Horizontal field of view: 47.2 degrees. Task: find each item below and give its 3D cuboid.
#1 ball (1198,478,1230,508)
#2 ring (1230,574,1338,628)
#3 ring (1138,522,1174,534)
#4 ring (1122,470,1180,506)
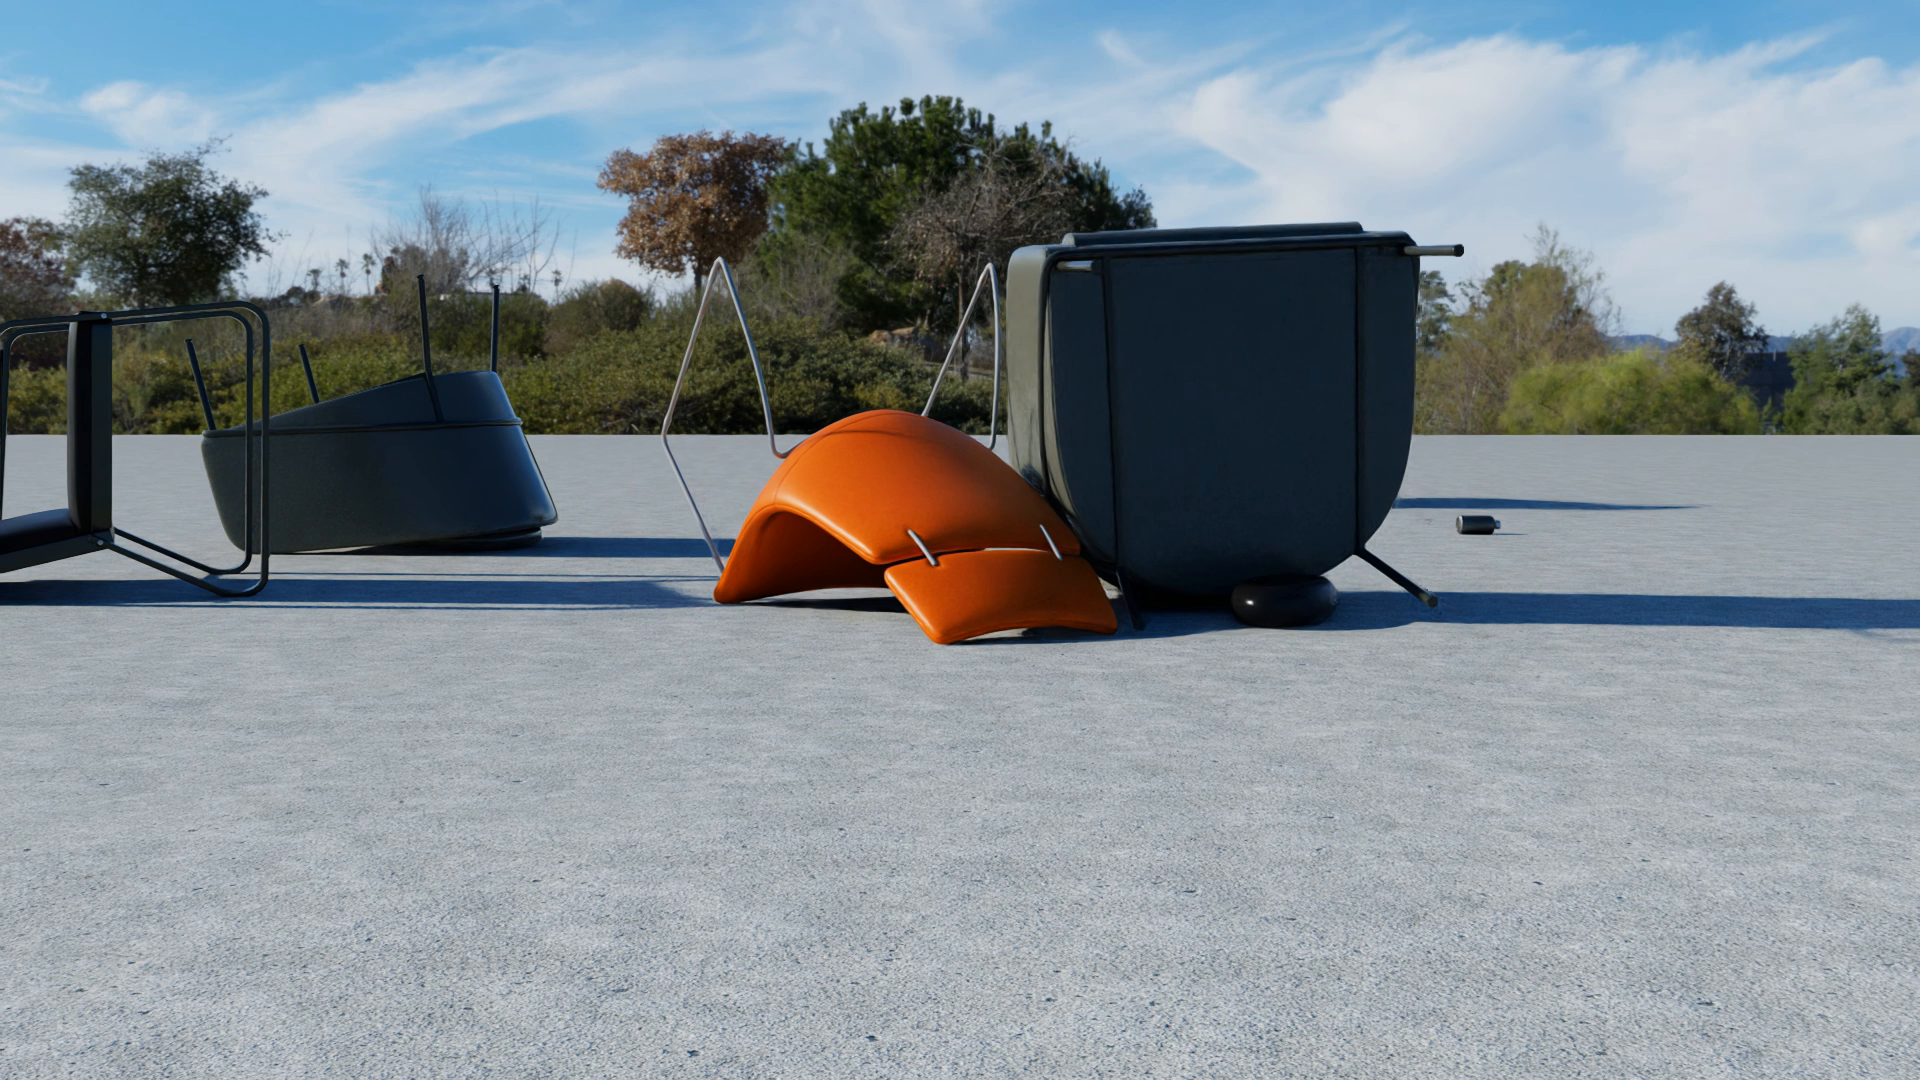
[{"bbox_3d":[0.957,-0.177,8.280,0.115,0.115,0.115,0,4,0],"label":"ball"},{"bbox_3d":[0.628,0.117,4.258,0.196,0.082,0.345,0,4,22],"label":"ring"},{"bbox_3d":[0.610,-0.037,6.825,0.116,0.036,0.150,0,5,9],"label":"ring"},{"bbox_3d":[0.744,-0.202,8.573,0.223,0.126,0.233,8,11,27],"label":"ring"}]
